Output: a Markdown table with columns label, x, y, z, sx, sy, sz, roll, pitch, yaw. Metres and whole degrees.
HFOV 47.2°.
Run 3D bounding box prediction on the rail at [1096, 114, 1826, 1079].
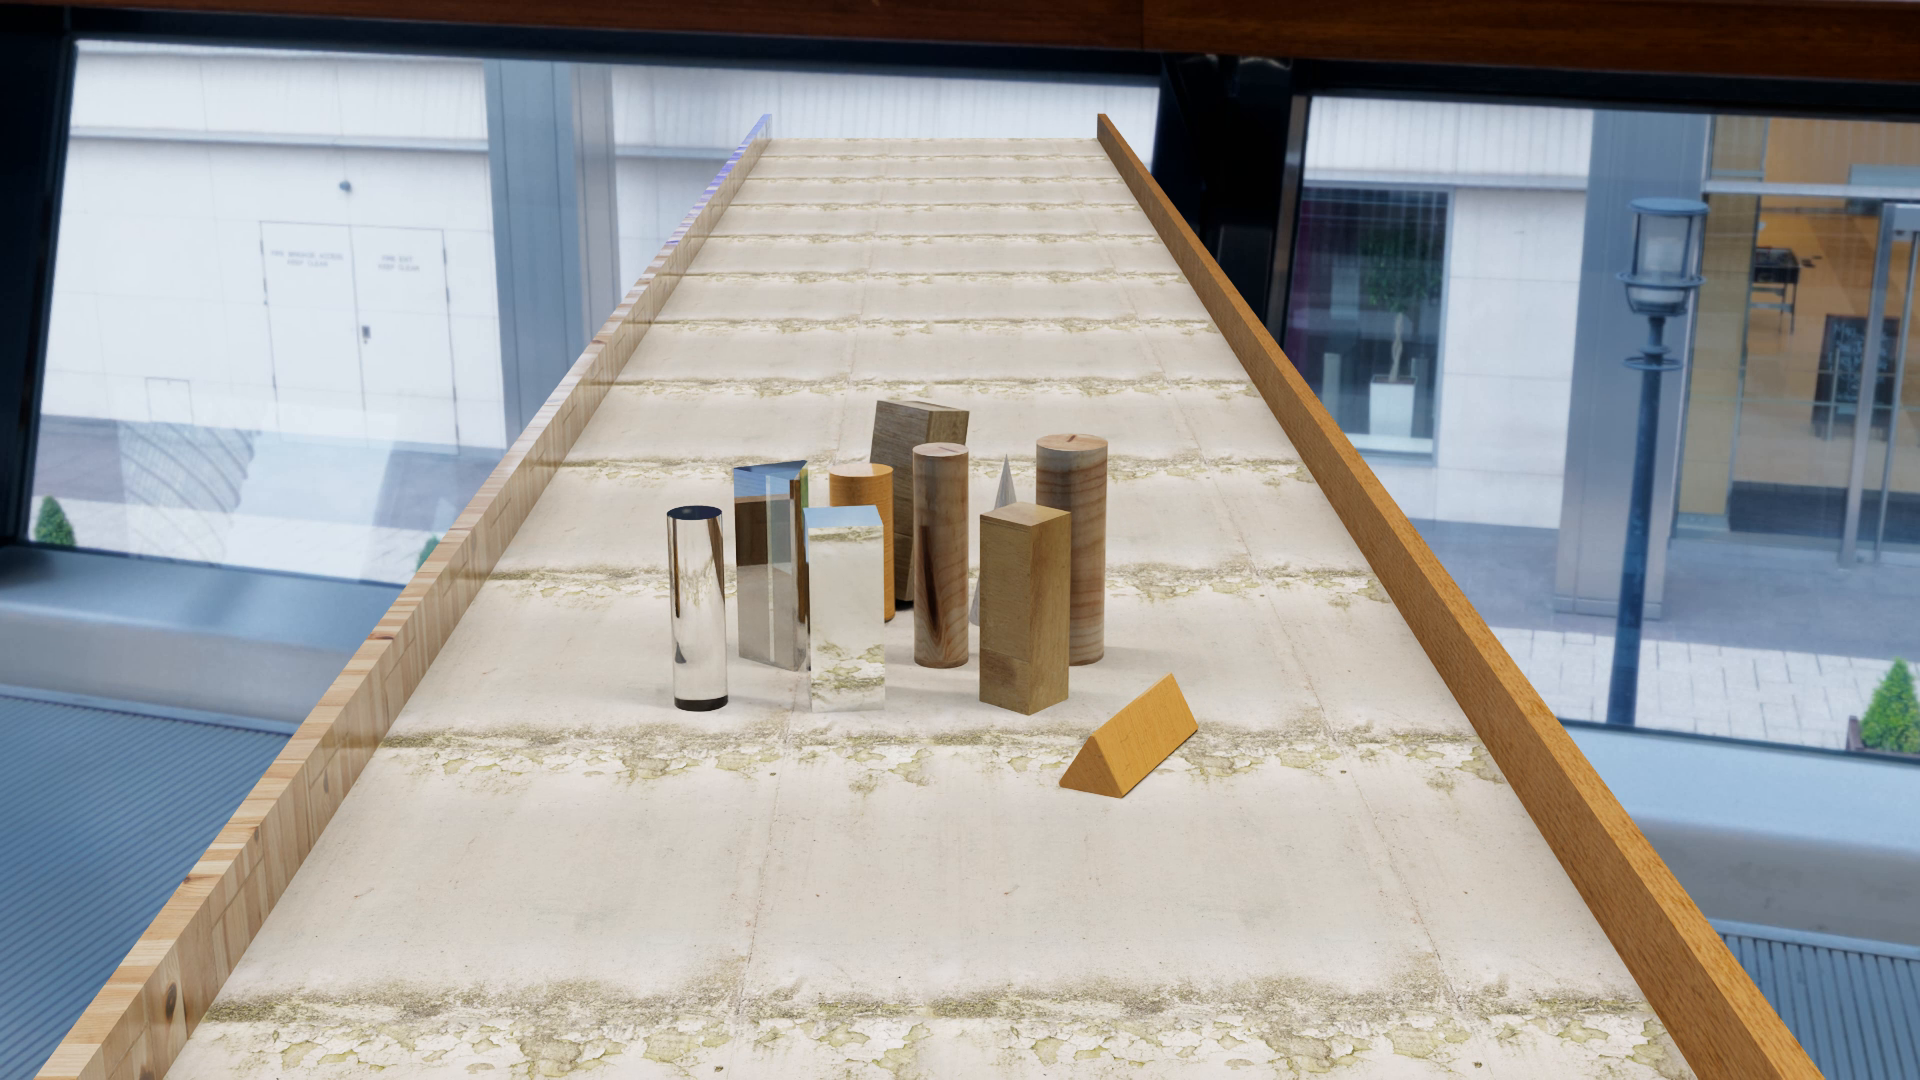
| label | x | y | z | sx | sy | sz | roll | pitch | yaw |
| --- | --- | --- | --- | --- | --- | --- | --- | --- | --- |
| rail | 0.932 | -0.844 | 7.801 | 0.050 | 0.150 | 12.000 | 0 | 17 | -1 |

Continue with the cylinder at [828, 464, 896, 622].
| label | x | y | z | sx | sy | sz | roll | pitch | yaw |
| --- | --- | --- | --- | --- | --- | --- | --- | --- | --- |
| cylinder | -0.206 | 0.006 | 4.642 | 0.135 | 0.316 | 0.135 | 0 | 14 | 0 |

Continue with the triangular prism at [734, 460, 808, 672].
| label | x | y | z | sx | sy | sz | roll | pitch | yaw |
| --- | --- | --- | --- | --- | --- | --- | --- | --- | --- |
| triangular prism | -0.346 | 0.044 | 4.388 | 0.152 | 0.393 | 0.132 | 12 | 20 | 35 |

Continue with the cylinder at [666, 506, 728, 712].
| label | x | y | z | sx | sy | sz | roll | pitch | yaw |
| --- | --- | --- | --- | --- | --- | --- | --- | --- | --- |
| cylinder | -0.493 | 0.129 | 4.135 | 0.103 | 0.375 | 0.103 | 0 | 17 | 0 |

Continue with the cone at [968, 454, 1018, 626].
| label | x | y | z | sx | sy | sz | roll | pitch | yaw |
| --- | --- | --- | --- | --- | --- | --- | --- | --- | --- |
| cone | 0.097 | -0.008 | 4.615 | 0.157 | 0.364 | 0.157 | 0 | 17 | 0 |

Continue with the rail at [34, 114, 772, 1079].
| label | x | y | z | sx | sy | sz | roll | pitch | yaw |
| --- | --- | --- | --- | --- | --- | --- | --- | --- | --- |
| rail | -1.118 | -0.838 | 7.780 | 0.050 | 0.150 | 12.000 | 0 | 17 | -1 |

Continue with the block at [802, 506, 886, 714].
| label | x | y | z | sx | sy | sz | roll | pitch | yaw |
| --- | --- | --- | --- | --- | --- | --- | --- | --- | --- |
| block | -0.219 | 0.130 | 4.153 | 0.138 | 0.363 | 0.138 | -2 | 17 | -8 |

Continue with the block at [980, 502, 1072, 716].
| label | x | y | z | sx | sy | sz | roll | pitch | yaw |
| --- | --- | --- | --- | --- | --- | --- | --- | --- | --- |
| block | 0.122 | 0.128 | 4.148 | 0.121 | 0.370 | 0.121 | 14 | 21 | 39 |

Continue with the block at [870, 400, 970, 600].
| label | x | y | z | sx | sy | sz | roll | pitch | yaw |
| --- | --- | --- | --- | --- | --- | --- | --- | --- | --- |
| block | -0.105 | -0.088 | 4.764 | 0.144 | 0.410 | 0.144 | 13 | 10 | 36 |

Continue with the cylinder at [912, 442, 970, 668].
| label | x | y | z | sx | sy | sz | roll | pitch | yaw |
| --- | --- | --- | --- | --- | --- | --- | --- | --- | --- |
| cylinder | -0.037 | 0.032 | 4.357 | 0.110 | 0.435 | 0.110 | 0 | 17 | 0 |

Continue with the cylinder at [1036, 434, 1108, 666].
| label | x | y | z | sx | sy | sz | roll | pitch | yaw |
| --- | --- | --- | --- | --- | --- | --- | --- | --- | --- |
| cylinder | 0.220 | 0.019 | 4.385 | 0.142 | 0.442 | 0.142 | 0 | 17 | 0 |

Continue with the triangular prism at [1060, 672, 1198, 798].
| label | x | y | z | sx | sy | sz | roll | pitch | yaw |
| --- | --- | --- | --- | --- | --- | --- | --- | --- | --- |
| triangular prism | 0.305 | 0.336 | 3.905 | 0.118 | 0.103 | 0.356 | 9 | 19 | 26 |
